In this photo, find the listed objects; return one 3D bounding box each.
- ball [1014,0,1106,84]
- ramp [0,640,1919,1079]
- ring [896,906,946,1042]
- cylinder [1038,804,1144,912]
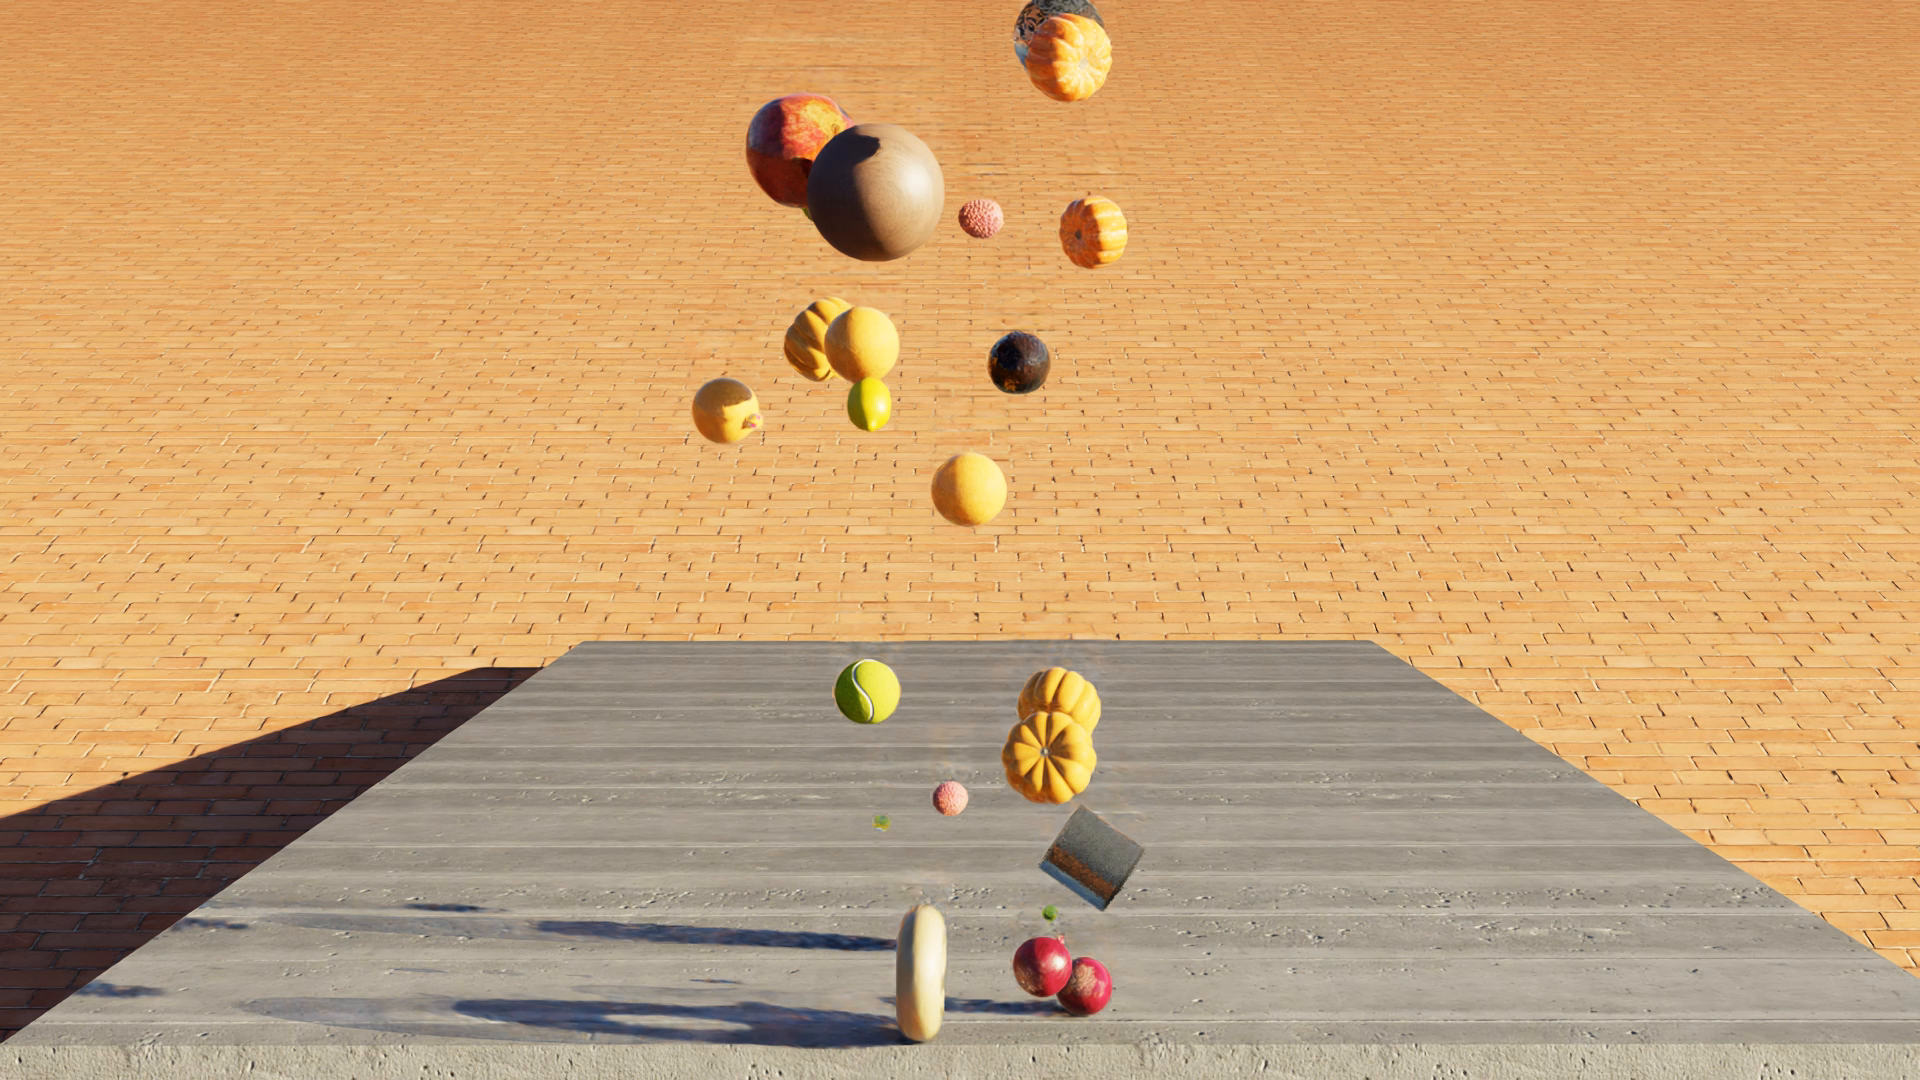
[{"bbox_3d":[0.096,-0.487,2.487,0.090,0.090,0.090,0,20,0],"label":"ball"},{"bbox_3d":[0.047,0.426,4.533,2.000,0.100,4.000,0,3,0],"label":"ramp"},{"bbox_3d":[-0.038,0.430,2.549,0.045,0.134,0.134,2,20,3],"label":"ring"},{"bbox_3d":[0.148,0.359,2.904,0.087,0.087,0.087,35,25,2],"label":"cylinder"}]
